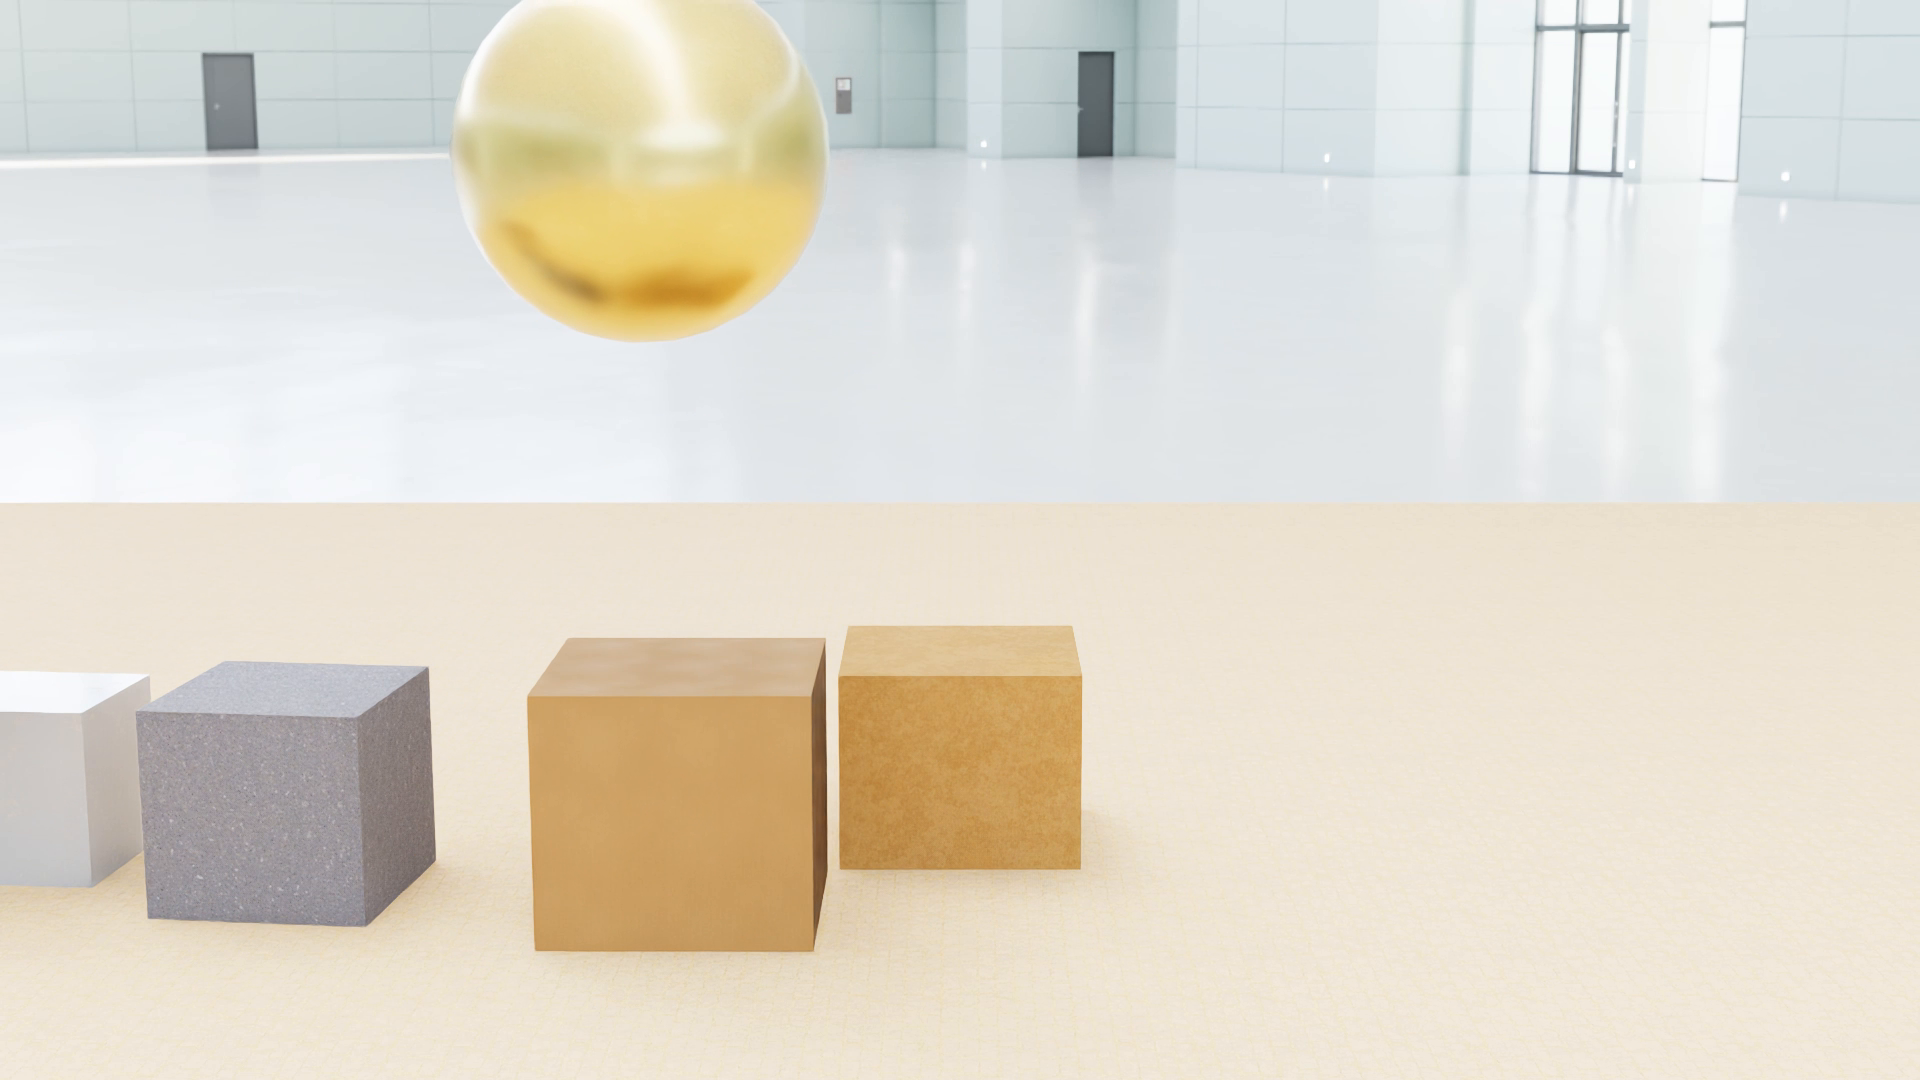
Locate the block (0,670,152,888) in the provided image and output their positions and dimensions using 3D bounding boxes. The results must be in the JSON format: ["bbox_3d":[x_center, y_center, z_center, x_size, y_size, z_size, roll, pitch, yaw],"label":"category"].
[{"bbox_3d":[-4.135,1.062,11.528,0.764,0.786,0.729,1,10,5],"label":"block"}]

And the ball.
[{"bbox_3d":[-1.350,-1.637,10.883,1.600,1.600,1.600,0,10,0],"label":"ball"}]

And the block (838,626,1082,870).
[{"bbox_3d":[0.001,0.942,11.906,1.078,0.887,1.055,0,10,0],"label":"block"}]

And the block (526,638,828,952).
[{"bbox_3d":[-1.157,1.048,10.832,1.131,1.062,1.082,0,10,0],"label":"block"}]

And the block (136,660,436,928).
[{"bbox_3d":[-2.893,1.079,11.116,0.949,0.900,0.933,1,10,7],"label":"block"}]
